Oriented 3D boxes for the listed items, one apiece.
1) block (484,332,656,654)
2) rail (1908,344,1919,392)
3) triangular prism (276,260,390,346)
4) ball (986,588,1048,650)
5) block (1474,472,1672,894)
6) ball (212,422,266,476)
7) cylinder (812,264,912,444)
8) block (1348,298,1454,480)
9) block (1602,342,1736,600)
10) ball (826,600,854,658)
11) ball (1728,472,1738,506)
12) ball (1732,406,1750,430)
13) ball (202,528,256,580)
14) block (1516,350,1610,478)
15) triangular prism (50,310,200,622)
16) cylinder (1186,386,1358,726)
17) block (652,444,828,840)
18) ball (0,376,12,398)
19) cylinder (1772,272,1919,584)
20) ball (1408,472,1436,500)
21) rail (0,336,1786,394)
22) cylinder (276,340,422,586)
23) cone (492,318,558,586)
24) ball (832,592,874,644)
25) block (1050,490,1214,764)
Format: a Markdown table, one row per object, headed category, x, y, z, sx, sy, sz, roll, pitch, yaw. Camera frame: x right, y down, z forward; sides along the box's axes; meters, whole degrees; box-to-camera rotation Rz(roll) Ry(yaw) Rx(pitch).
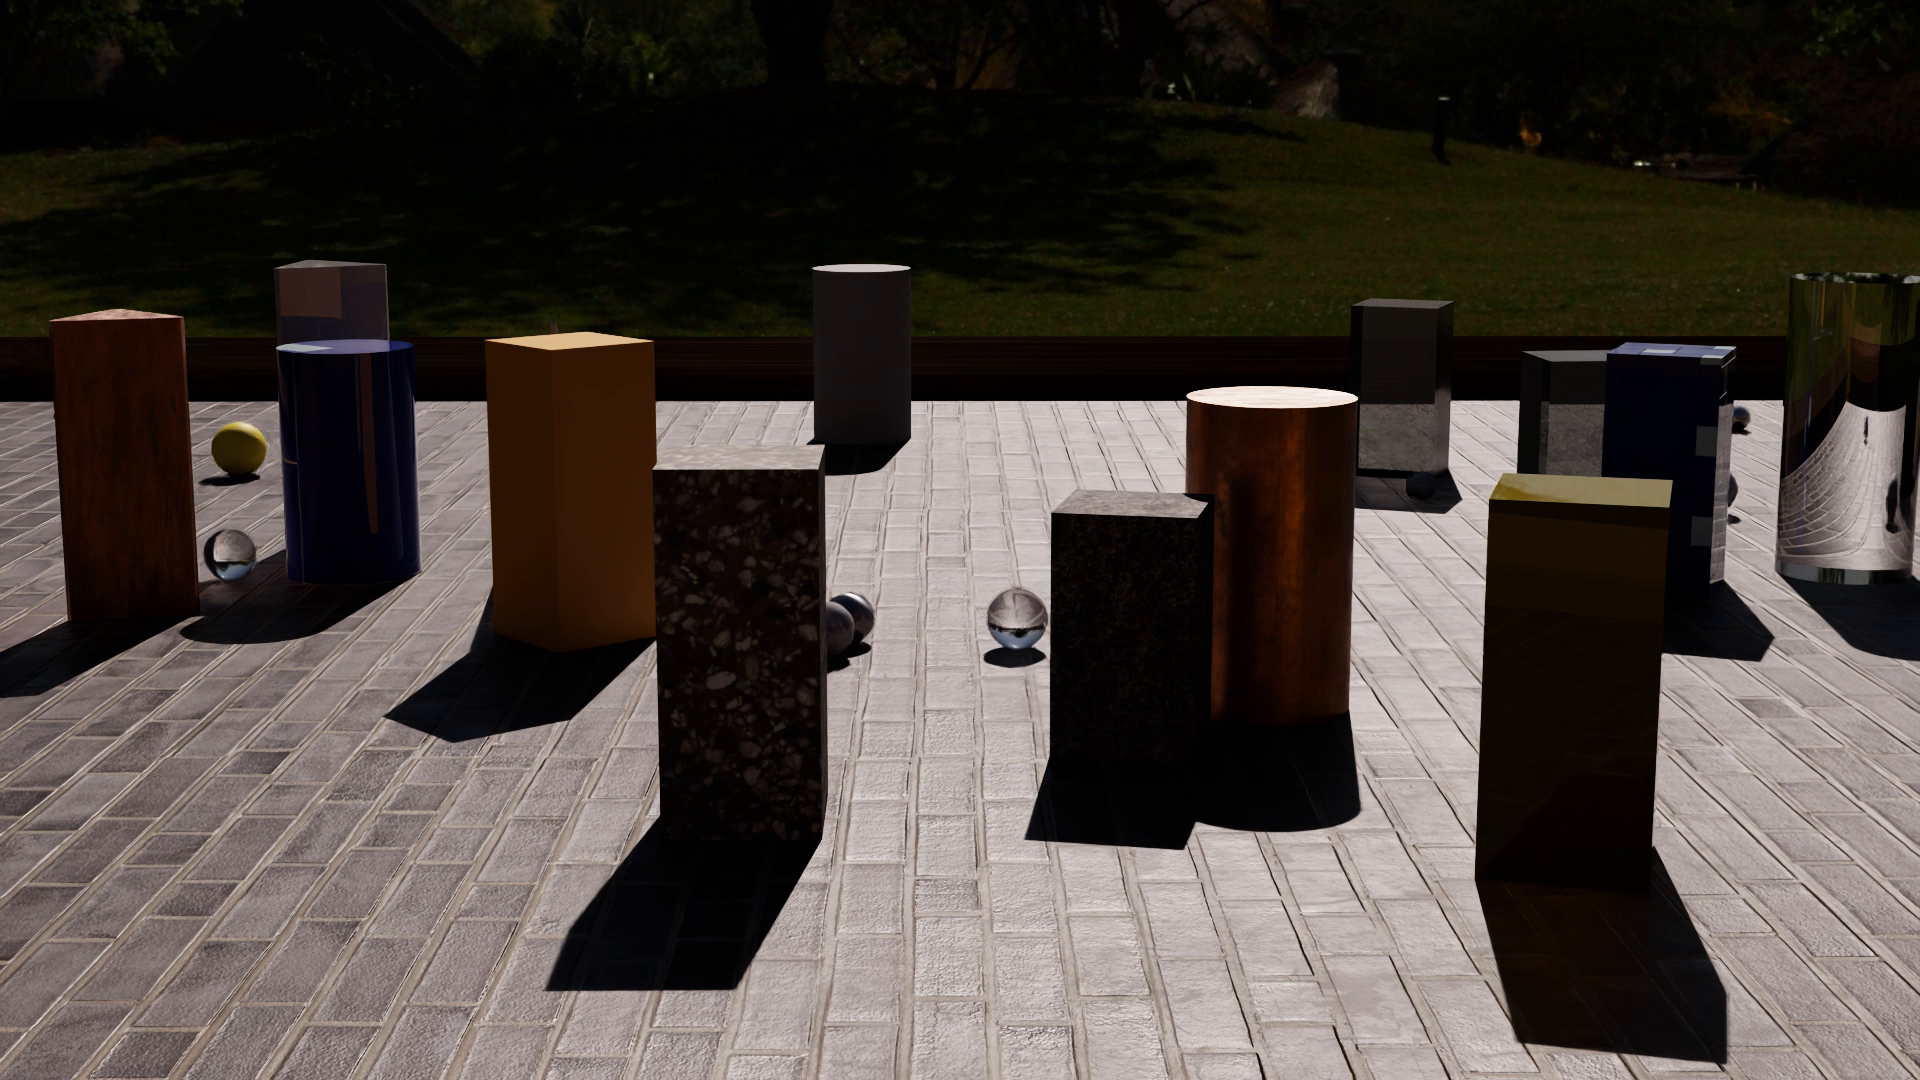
| category | x | y | z | sx | sy | sz | roll | pitch | yaw |
| --- | --- | --- | --- | --- | --- | --- | --- | --- | --- |
| block | -0.494 | -0.065 | 3.277 | 0.153 | 0.380 | 0.153 | -9 | 14 | -41 |
| rail | 2.137 | 0.030 | 3.461 | 0.045 | 0.124 | 4.624 | 0 | 11 | 0 |
| triangular prism | -0.971 | -0.210 | 3.931 | 0.166 | 0.426 | 0.144 | -5 | 12 | -27 |
| ball | 0.072 | 0.099 | 3.222 | 0.077 | 0.077 | 0.077 | 0 | 11 | 0 |
| block | 0.560 | 0.126 | 2.338 | 0.153 | 0.348 | 0.153 | 3 | 11 | 16 |
| ball | -1.286 | -0.163 | 4.578 | 0.096 | 0.096 | 0.096 | 0 | 11 | 0 |
| cylinder | -0.191 | -0.365 | 5.016 | 0.191 | 0.333 | 0.191 | 0 | 11 | 0 |
| block | 0.790 | -0.273 | 4.601 | 0.153 | 0.304 | 0.153 | 4 | 11 | 21 |
| block | 0.990 | -0.101 | 3.597 | 0.153 | 0.333 | 0.153 | 5 | 11 | 23 |
| ball | -0.166 | 0.110 | 3.181 | 0.070 | 0.070 | 0.070 | 0 | 11 | 0 |
| ball | 1.228 | -0.084 | 4.193 | 0.081 | 0.081 | 0.081 | 0 | 11 | 0 |
| ball | 1.560 | -0.244 | 5.145 | 0.049 | 0.049 | 0.049 | 0 | 11 | 0 |
| ball | -1.040 | 0.021 | 3.654 | 0.074 | 0.074 | 0.074 | 0 | 11 | 0 |
| block | 1.029 | -0.183 | 4.272 | 0.153 | 0.248 | 0.153 | -1 | 11 | -6 |
| triangular prism | -1.121 | -0.105 | 3.445 | 0.166 | 0.397 | 0.144 | -3 | 11 | -18 |
| cylinder | 0.351 | 0.014 | 2.917 | 0.191 | 0.356 | 0.191 | 0 | 11 | 0 |
| block | -0.209 | 0.096 | 2.478 | 0.153 | 0.356 | 0.153 | 0 | 11 | -1 |
| ball | -2.110 | -0.337 | 5.637 | 0.051 | 0.051 | 0.051 | 0 | 11 | 0 |
| cylinder | 1.278 | -0.163 | 3.680 | 0.191 | 0.425 | 0.191 | 0 | 11 | 0 |
| ball | 0.780 | -0.091 | 4.329 | 0.047 | 0.047 | 0.047 | 0 | 11 | 0 |
| rail | -0.013 | -0.387 | 5.699 | 4.322 | 0.124 | 0.045 | 0 | 11 | 0 |
| cylinder | -0.876 | -0.114 | 3.684 | 0.191 | 0.328 | 0.191 | 0 | 11 | 0 |
| cone | -0.566 | -0.125 | 3.603 | 0.191 | 0.380 | 0.191 | 0 | 11 | 0 |
| ball | -0.141 | 0.099 | 3.256 | 0.065 | 0.065 | 0.065 | 0 | 11 | 0 |
| block | 0.186 | 0.090 | 2.762 | 0.153 | 0.263 | 0.153 | 2 | 11 | 12 |
